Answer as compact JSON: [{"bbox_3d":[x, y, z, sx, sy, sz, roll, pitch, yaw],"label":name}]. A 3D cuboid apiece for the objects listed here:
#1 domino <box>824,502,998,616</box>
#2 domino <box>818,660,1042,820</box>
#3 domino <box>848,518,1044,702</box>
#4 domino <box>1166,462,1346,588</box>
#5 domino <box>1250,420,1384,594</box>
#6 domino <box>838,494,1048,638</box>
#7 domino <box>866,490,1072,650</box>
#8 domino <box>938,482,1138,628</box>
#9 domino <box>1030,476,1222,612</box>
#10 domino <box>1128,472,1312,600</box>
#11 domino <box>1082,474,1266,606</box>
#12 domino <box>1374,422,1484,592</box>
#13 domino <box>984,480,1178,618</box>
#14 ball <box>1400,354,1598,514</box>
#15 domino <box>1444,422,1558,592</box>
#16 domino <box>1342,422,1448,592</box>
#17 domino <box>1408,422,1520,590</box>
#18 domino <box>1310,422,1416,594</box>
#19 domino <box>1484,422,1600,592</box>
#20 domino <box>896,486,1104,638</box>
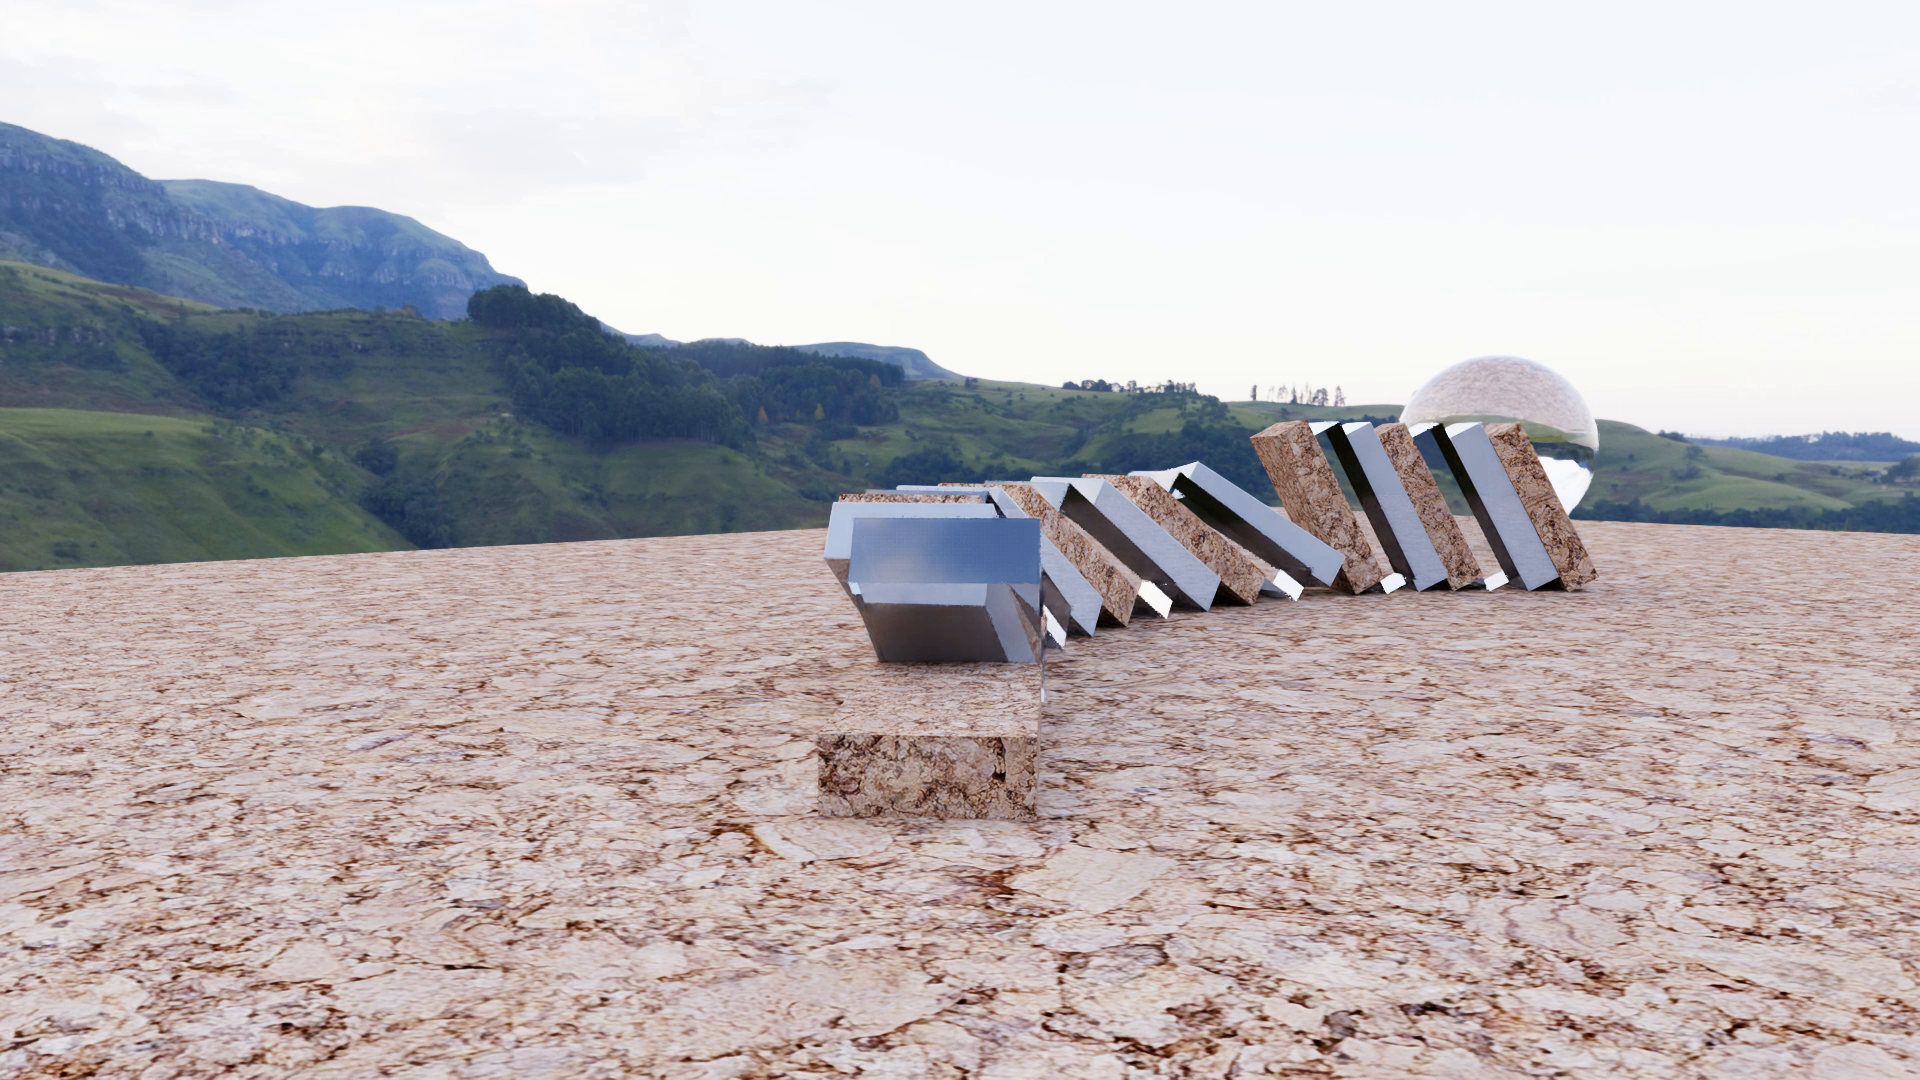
[{"bbox_3d":[-0.003,0.010,0.213,0.025,0.009,0.050,1,-26,13],"label":"domino"},{"bbox_3d":[-0.002,0.025,0.171,0.025,0.010,0.050,0,4,4],"label":"domino"},{"bbox_3d":[0.000,0.012,0.192,0.025,0.009,0.050,0,-25,5],"label":"domino"},{"bbox_3d":[0.080,-0.003,0.361,0.050,0.009,0.025,31,-9,-9],"label":"domino"},{"bbox_3d":[0.102,-0.010,0.369,0.009,0.050,0.025,-28,5,-3],"label":"domino"},{"bbox_3d":[-0.002,0.008,0.234,0.025,0.010,0.050,1,-27,19],"label":"domino"},{"bbox_3d":[0.002,0.007,0.253,0.025,0.009,0.050,2,-26,25],"label":"domino"},{"bbox_3d":[0.017,0.004,0.290,0.025,0.010,0.050,4,-26,39],"label":"domino"},{"bbox_3d":[0.040,0.001,0.322,0.050,0.010,0.025,36,-19,-35],"label":"domino"},{"bbox_3d":[0.069,-0.001,0.349,0.050,0.009,0.025,33,-10,-21],"label":"domino"},{"bbox_3d":[0.054,0.000,0.335,0.050,0.010,0.025,35,-16,-31],"label":"domino"},{"bbox_3d":[0.136,-0.010,0.382,0.009,0.050,0.025,-28,1,6],"label":"domino"},{"bbox_3d":[0.028,0.003,0.306,0.025,0.009,0.050,4,-25,43],"label":"domino"},{"bbox_3d":[0.226,-0.038,0.543,0.080,0.080,0.080,0,4,0],"label":"ball"},{"bbox_3d":[0.158,-0.010,0.381,0.010,0.050,0.025,-28,1,6],"label":"domino"},{"bbox_3d":[0.125,-0.010,0.379,0.009,0.050,0.025,-28,3,3],"label":"domino"},{"bbox_3d":[0.147,-0.010,0.383,0.009,0.050,0.025,-28,1,6],"label":"domino"},{"bbox_3d":[0.113,-0.010,0.375,0.009,0.050,0.025,-28,6,-2],"label":"domino"},{"bbox_3d":[0.168,-0.010,0.380,0.009,0.050,0.025,-28,1,6],"label":"domino"},{"bbox_3d":[0.008,0.005,0.272,0.025,0.009,0.050,3,-26,34],"label":"domino"}]
